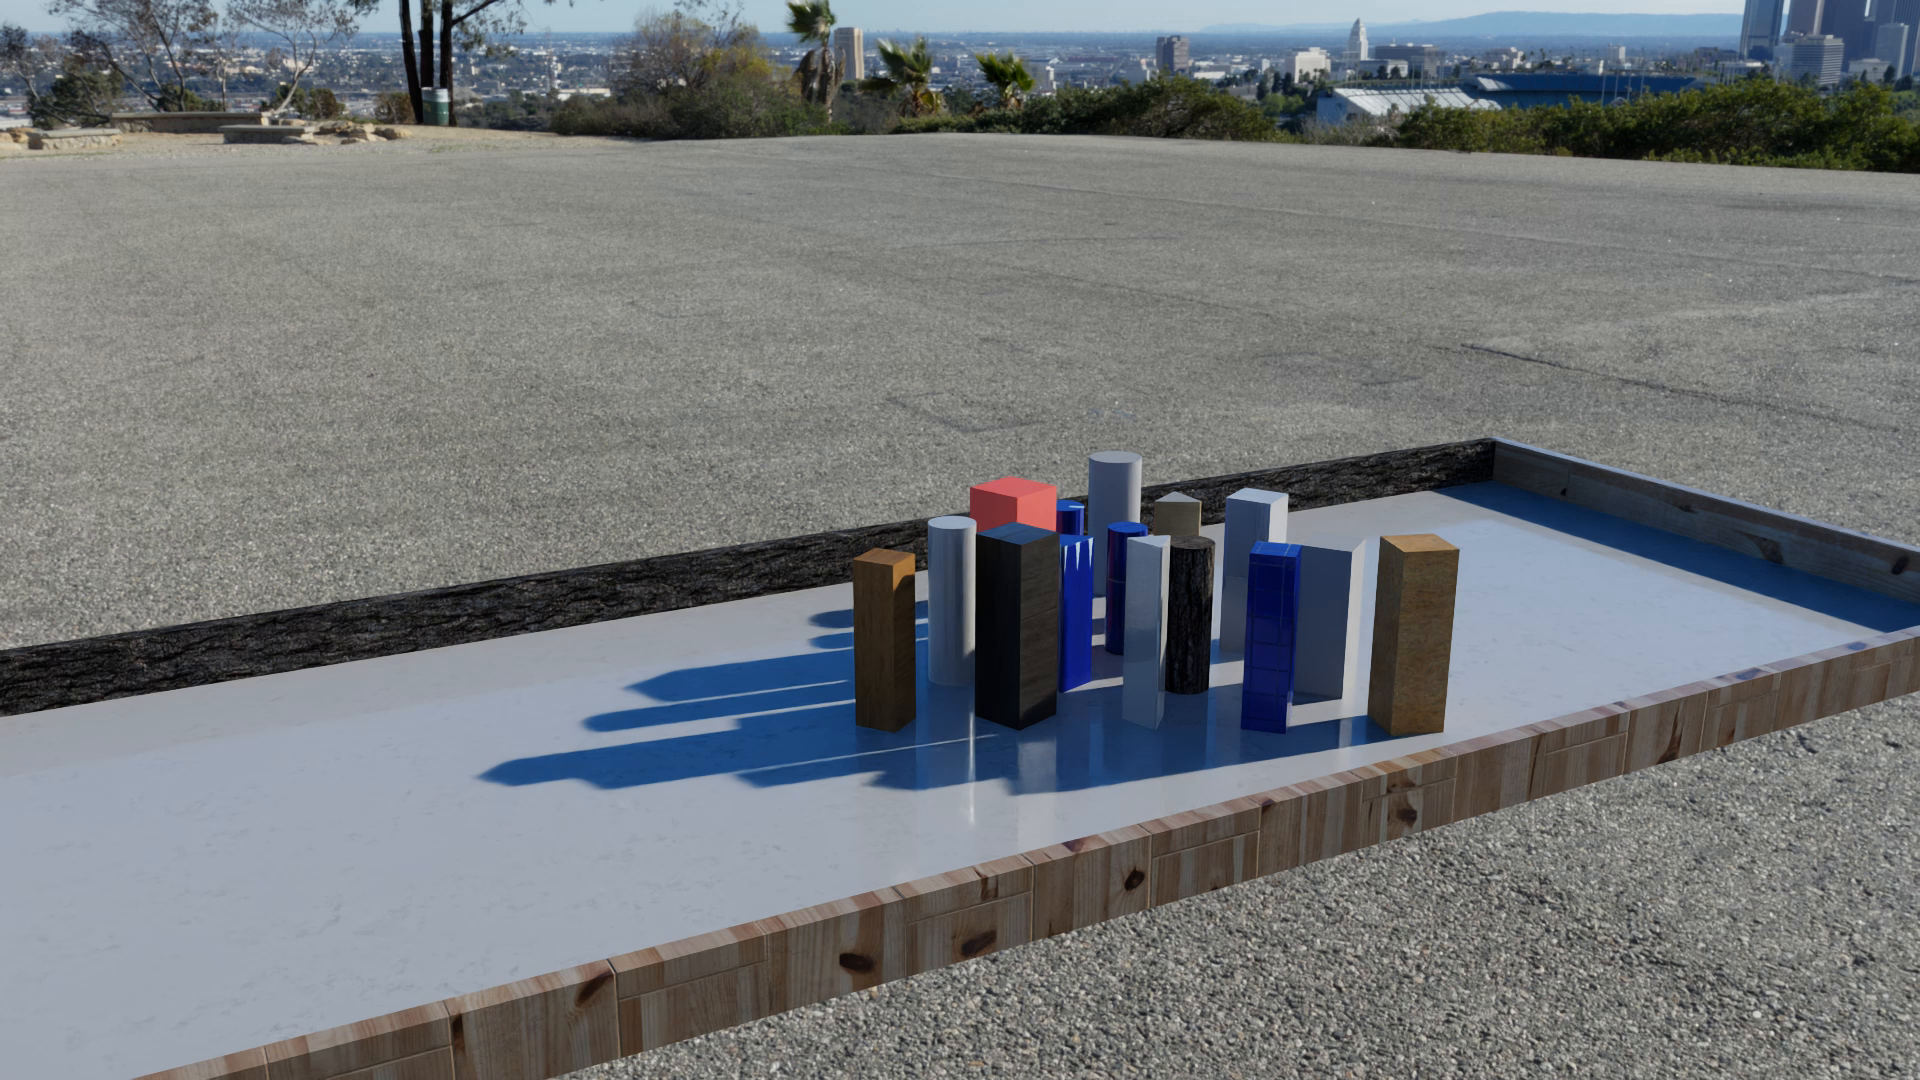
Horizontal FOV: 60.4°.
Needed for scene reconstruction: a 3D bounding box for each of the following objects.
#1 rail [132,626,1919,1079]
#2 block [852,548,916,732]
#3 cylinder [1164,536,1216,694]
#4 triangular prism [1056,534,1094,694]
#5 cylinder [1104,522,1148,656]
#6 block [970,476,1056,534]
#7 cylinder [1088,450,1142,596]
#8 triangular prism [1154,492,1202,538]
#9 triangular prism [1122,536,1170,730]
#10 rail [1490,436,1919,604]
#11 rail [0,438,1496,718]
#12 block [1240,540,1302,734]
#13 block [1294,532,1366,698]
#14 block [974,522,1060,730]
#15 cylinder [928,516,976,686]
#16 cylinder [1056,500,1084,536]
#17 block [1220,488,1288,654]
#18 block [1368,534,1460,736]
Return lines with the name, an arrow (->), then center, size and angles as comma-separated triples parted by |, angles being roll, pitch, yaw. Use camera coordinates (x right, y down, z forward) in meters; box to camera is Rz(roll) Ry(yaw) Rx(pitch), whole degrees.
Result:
rail -> -2.336, 1.006, 1.665 | 12.000, 0.150, 0.050 | -9, 18, -27
block -> -0.175, 0.233, 3.840 | 0.105, 0.407, 0.105 | 8, 18, 25
cylinder -> 0.560, 0.184, 4.064 | 0.120, 0.374, 0.120 | 0, 16, 0
triangular prism -> 0.253, 0.175, 4.089 | 0.099, 0.378, 0.114 | 15, 22, 42
cylinder -> 0.435, 0.128, 4.325 | 0.104, 0.336, 0.104 | 0, 16, 0
block -> 0.139, 0.069, 4.352 | 0.160, 0.433, 0.160 | 14, 22, 40
cylinder -> 0.449, -0.050, 4.820 | 0.152, 0.397, 0.152 | 0, 16, 0
triangular prism -> 0.595, 0.046, 4.583 | 0.124, 0.346, 0.107 | 1, 16, 3
triangular prism -> 0.453, 0.211, 3.850 | 0.089, 0.444, 0.103 | -15, 22, -41
rail -> 2.466, -0.048, 5.253 | 0.050, 0.150, 2.100 | -9, 18, -27
rail -> -3.305, 0.497, 3.399 | 12.000, 0.150, 0.050 | -9, 18, -27
block -> 0.721, 0.226, 3.825 | 0.104, 0.429, 0.104 | 5, 17, 18
block -> 0.907, 0.184, 4.062 | 0.127, 0.375, 0.127 | 8, 18, 26
block -> 0.133, 0.201, 3.871 | 0.138, 0.452, 0.138 | 14, 22, 40
cylinder -> -0.019, 0.152, 4.117 | 0.121, 0.407, 0.121 | 0, 16, 0
cylinder -> 0.287, 0.057, 4.601 | 0.115, 0.316, 0.115 | 0, 16, 0
block -> 0.770, 0.085, 4.330 | 0.122, 0.416, 0.122 | 10, 19, 31
block -> 1.048, 0.219, 3.824 | 0.132, 0.444, 0.132 | -3, 17, -10
